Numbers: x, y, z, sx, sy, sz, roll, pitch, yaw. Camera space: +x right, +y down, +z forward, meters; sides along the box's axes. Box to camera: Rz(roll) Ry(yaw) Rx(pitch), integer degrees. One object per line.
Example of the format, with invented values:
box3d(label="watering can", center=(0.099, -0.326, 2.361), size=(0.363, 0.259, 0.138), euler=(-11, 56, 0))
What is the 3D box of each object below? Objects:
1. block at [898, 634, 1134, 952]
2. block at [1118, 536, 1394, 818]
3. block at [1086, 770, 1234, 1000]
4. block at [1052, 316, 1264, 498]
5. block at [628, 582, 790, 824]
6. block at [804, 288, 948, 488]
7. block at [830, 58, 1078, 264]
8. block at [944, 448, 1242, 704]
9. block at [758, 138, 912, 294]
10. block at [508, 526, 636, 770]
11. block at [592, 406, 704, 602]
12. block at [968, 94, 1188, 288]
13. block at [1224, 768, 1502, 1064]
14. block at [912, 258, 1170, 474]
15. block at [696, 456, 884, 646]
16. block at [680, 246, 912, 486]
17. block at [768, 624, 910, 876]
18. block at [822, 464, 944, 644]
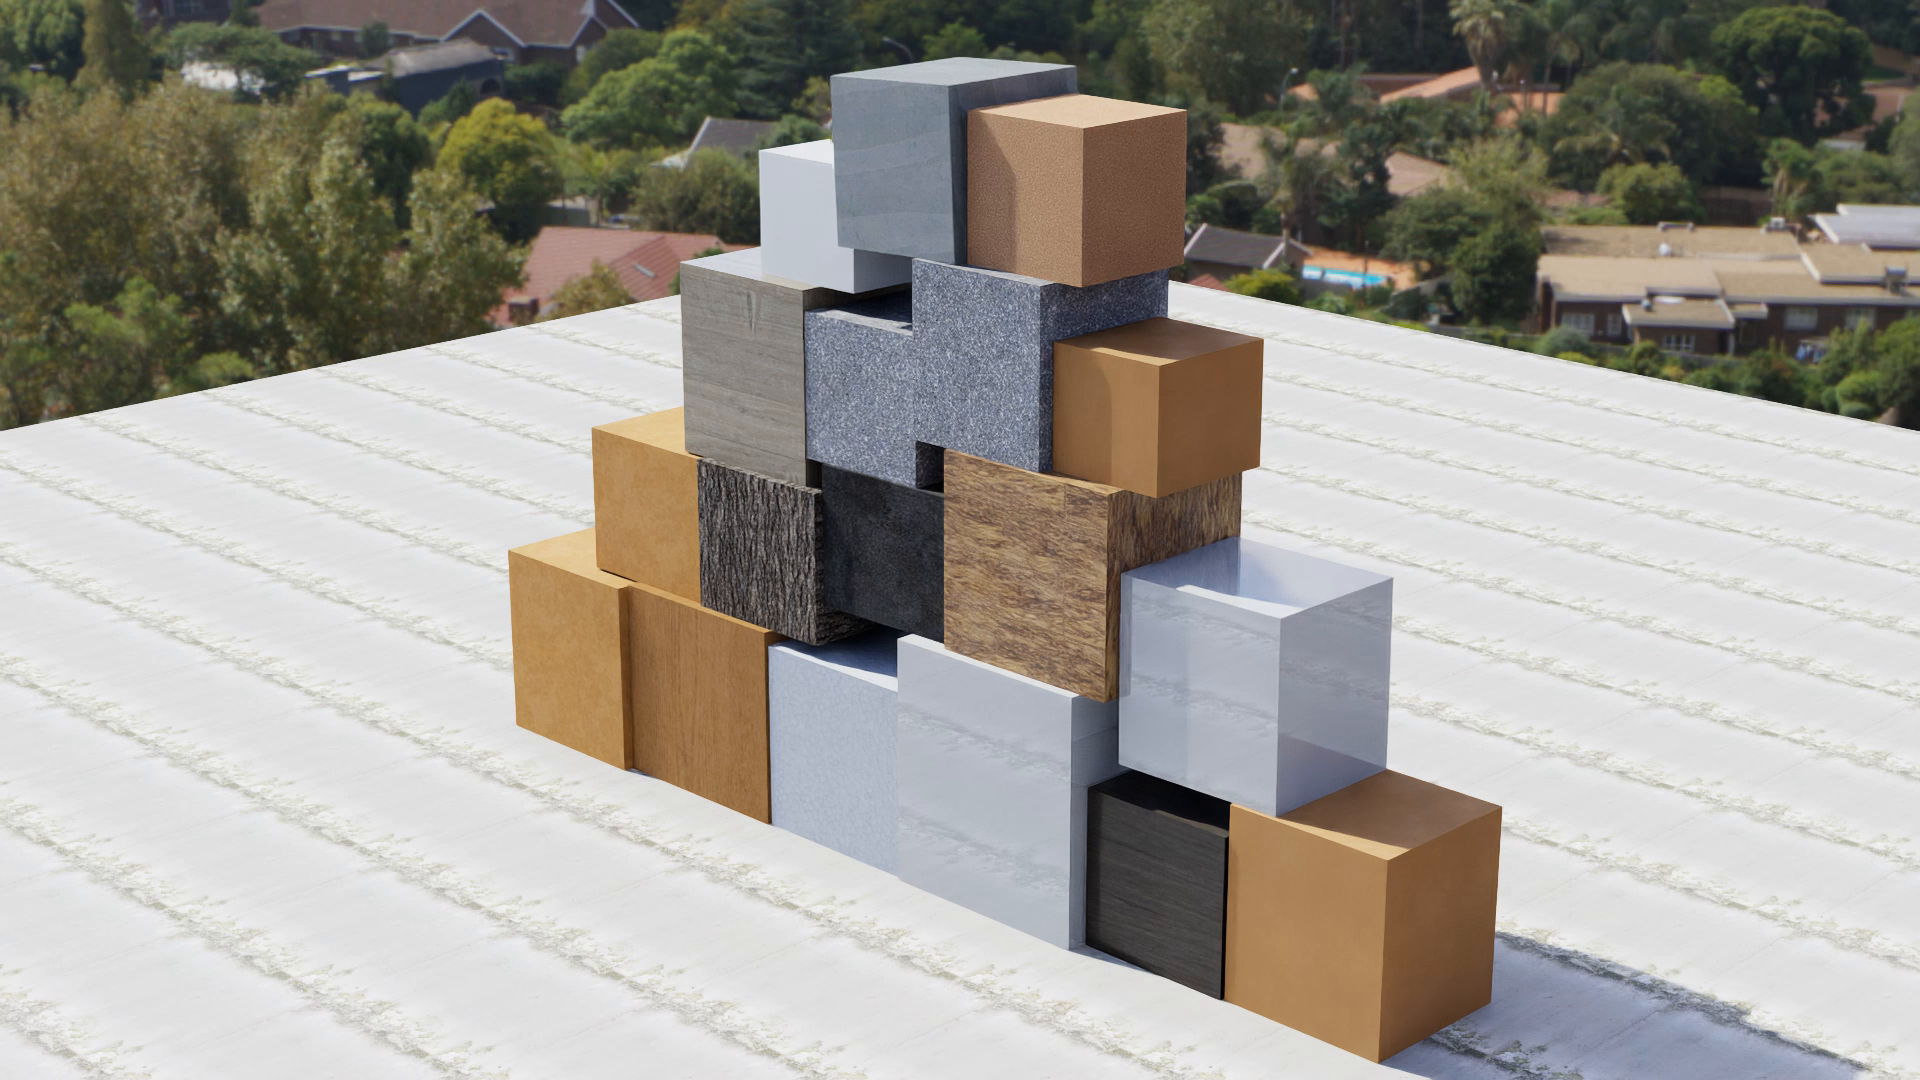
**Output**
box3d(label="block", center=(0.439, 1.007, 13.193), size=(0.972, 1.168, 1.058), euler=(-17, 24, -42))
box3d(label="block", center=(1.229, 0.551, 12.248), size=(0.737, 0.846, 0.851), euler=(-17, 23, -42))
box3d(label="block", center=(1.102, 1.404, 12.649), size=(0.810, 0.736, 0.762), euler=(-17, 24, -42))
box3d(label="block", center=(0.829, -0.567, 12.286), size=(0.661, 0.556, 0.583), euler=(-17, 24, -42))
box3d(label="block", center=(-0.926, 0.686, 14.544), size=(0.989, 0.971, 1.013), euler=(-17, 24, -42))
box3d(label="block", center=(-0.188, -0.705, 13.302), size=(0.733, 0.685, 0.712), euler=(-17, 24, -42))
box3d(label="block", center=(-0.014, -1.680, 12.854), size=(0.790, 0.750, 0.730), euler=(-17, 21, -42))
box3d(label="block", center=(0.573, 0.056, 12.750), size=(0.863, 0.911, 0.954), euler=(-17, 24, -42))
box3d(label="block", center=(-0.488, -1.498, 13.412), size=(0.622, 0.568, 0.585), euler=(17, 24, 42))
box3d(label="block", center=(-1.629, 0.493, 15.176), size=(1.034, 0.960, 0.896), euler=(-17, 24, -42))
box3d(label="block", center=(-1.237, -0.210, 14.565), size=(0.824, 0.725, 0.822), euler=(-17, 24, -42))
box3d(label="block", center=(0.491, -1.487, 12.373), size=(0.642, 0.657, 0.660), euler=(-17, 24, -42))
box3d(label="block", center=(1.657, 1.503, 12.091), size=(0.770, 0.881, 0.798), euler=(-17, 24, -42))
box3d(label="block", center=(0.347, -0.828, 12.707), size=(0.807, 0.801, 0.757), euler=(-17, 24, -42))
box3d(label="block", center=(-0.636, -0.042, 14.013), size=(0.901, 0.734, 0.825), euler=(-17, 24, -42))
box3d(label="block", center=(-0.742, -0.853, 13.840), size=(0.858, 0.918, 0.759), euler=(17, 24, 42))
box3d(label="block", center=(-0.250, 0.922, 13.902), size=(0.948, 0.905, 0.888), euler=(-17, 24, -42))
box3d(label="block", center=(-0.049, -0.025, 13.406), size=(0.814, 0.676, 0.817), euler=(-17, 23, -42))
